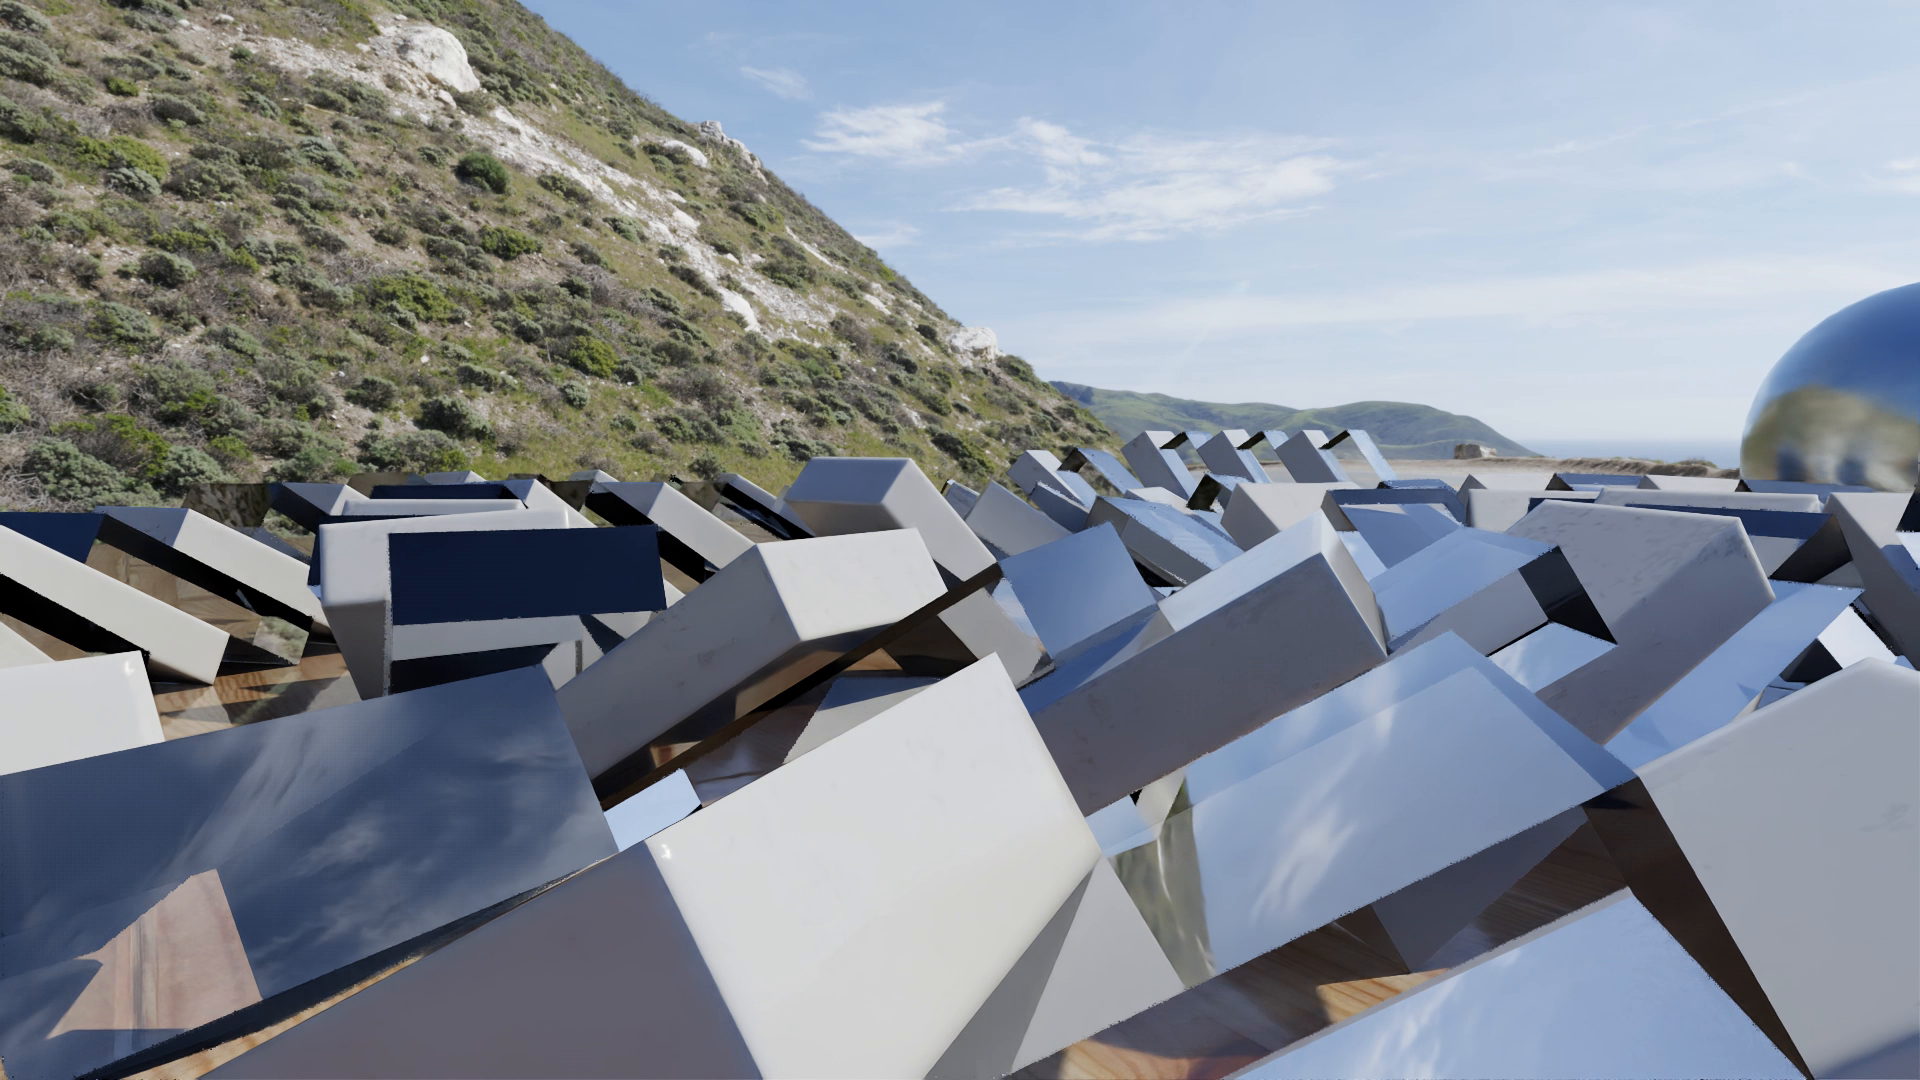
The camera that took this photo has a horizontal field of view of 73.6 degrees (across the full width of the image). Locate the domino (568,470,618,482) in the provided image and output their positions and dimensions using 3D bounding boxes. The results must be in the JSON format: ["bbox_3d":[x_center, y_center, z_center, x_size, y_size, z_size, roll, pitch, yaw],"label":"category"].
[{"bbox_3d":[-0.082,-0.002,0.348,0.050,0.009,0.025,34,-17,-27],"label":"domino"}]

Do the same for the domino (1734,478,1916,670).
[{"bbox_3d":[0.158,0.008,0.223,0.025,0.009,0.050,4,36,-3],"label":"domino"}]

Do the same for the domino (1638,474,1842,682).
[{"bbox_3d":[0.152,0.006,0.242,0.025,0.009,0.050,2,37,-13],"label":"domino"}]

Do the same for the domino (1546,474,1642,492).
[{"bbox_3d":[0.143,0.005,0.258,0.025,0.010,0.050,0,38,-23],"label":"domino"}]

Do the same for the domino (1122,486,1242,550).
[{"bbox_3d":[0.065,0.003,0.318,0.050,0.010,0.025,32,18,23],"label":"domino"}]

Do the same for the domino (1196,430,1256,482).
[{"bbox_3d":[0.090,-0.009,0.374,0.009,0.050,0.025,-37,-11,25],"label":"domino"}]

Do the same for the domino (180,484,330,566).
[{"bbox_3d":[-0.134,0.005,0.270,0.025,0.009,0.050,1,-27,24],"label":"domino"}]

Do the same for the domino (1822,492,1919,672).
[{"bbox_3d":[0.160,0.010,0.201,0.025,0.009,0.050,0,36,5],"label":"domino"}]

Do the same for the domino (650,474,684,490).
[{"bbox_3d":[-0.064,-0.002,0.360,0.050,0.009,0.025,32,-9,-22],"label":"domino"}]

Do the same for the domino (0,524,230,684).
[{"bbox_3d":[-0.148,0.011,0.208,0.025,0.009,0.050,1,-24,13],"label":"domino"}]

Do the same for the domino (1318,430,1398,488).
[{"bbox_3d":[0.120,-0.007,0.356,0.010,0.050,0.025,-37,-13,26],"label":"domino"}]

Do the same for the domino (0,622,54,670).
[{"bbox_3d":[-0.139,0.014,0.164,0.025,0.009,0.050,-1,-25,-11],"label":"domino"}]

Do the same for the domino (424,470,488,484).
[{"bbox_3d":[-0.109,0.000,0.321,0.025,0.009,0.050,1,-30,45],"label":"domino"}]

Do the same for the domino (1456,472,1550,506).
[{"bbox_3d":[0.131,0.004,0.272,0.025,0.009,0.050,-3,39,-32],"label":"domino"}]

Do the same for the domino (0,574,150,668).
[{"bbox_3d":[-0.146,0.013,0.186,0.025,0.009,0.050,0,-24,3],"label":"domino"}]

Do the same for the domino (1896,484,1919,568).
[{"bbox_3d":[0.159,0.011,0.183,0.025,0.009,0.050,1,39,9],"label":"domino"}]

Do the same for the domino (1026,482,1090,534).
[{"bbox_3d":[0.039,0.002,0.317,0.050,0.009,0.025,30,6,3],"label":"domino"}]

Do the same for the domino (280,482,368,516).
[{"bbox_3d":[-0.128,0.004,0.290,0.025,0.009,0.050,3,-26,33],"label":"domino"}]

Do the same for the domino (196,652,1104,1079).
[{"bbox_3d":[-0.021,0.022,0.052,0.050,0.009,0.025,-30,-5,22],"label":"domino"}]

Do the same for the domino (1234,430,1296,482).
[{"bbox_3d":[0.099,-0.008,0.366,0.009,0.050,0.025,-37,-13,25],"label":"domino"}]

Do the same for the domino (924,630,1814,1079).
[{"bbox_3d":[0.001,0.021,0.050,0.050,0.009,0.025,-30,-1,11],"label":"domino"}]

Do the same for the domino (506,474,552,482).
[{"bbox_3d":[-0.095,0.000,0.336,0.050,0.009,0.025,36,-18,-32],"label":"domino"}]

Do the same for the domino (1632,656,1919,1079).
[{"bbox_3d":[0.018,0.022,0.048,0.050,0.009,0.025,-30,-1,11],"label":"domino"}]

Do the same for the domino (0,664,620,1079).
[{"bbox_3d":[-0.043,0.022,0.059,0.050,0.009,0.025,-30,-9,25],"label":"domino"}]

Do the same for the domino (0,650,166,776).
[{"bbox_3d":[-0.063,0.021,0.066,0.050,0.009,0.025,-32,-15,36],"label":"domino"}]

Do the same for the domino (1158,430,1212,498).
[{"bbox_3d":[0.080,-0.009,0.379,0.009,0.050,0.025,-37,-13,25],"label":"domino"}]

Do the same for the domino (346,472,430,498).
[{"bbox_3d":[-0.119,0.001,0.305,0.025,0.009,0.050,1,-30,36],"label":"domino"}]

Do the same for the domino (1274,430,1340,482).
[{"bbox_3d":[0.109,-0.008,0.360,0.009,0.050,0.025,-37,-13,25],"label":"domino"}]

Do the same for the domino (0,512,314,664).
[{"bbox_3d":[-0.145,0.010,0.230,0.025,0.009,0.050,1,-23,14],"label":"domino"}]

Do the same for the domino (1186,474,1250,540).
[{"bbox_3d":[0.082,0.001,0.311,0.050,0.009,0.025,38,20,28],"label":"domino"}]

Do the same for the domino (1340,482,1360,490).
[{"bbox_3d":[0.102,0.004,0.299,0.025,0.009,0.050,-4,36,-44],"label":"domino"}]

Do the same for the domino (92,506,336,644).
[{"bbox_3d":[-0.141,0.008,0.253,0.025,0.009,0.050,2,-22,23],"label":"domino"}]

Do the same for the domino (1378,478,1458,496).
[{"bbox_3d":[0.117,0.004,0.286,0.025,0.009,0.050,-4,37,-40],"label":"domino"}]

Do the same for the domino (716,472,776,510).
[{"bbox_3d":[-0.047,-0.002,0.368,0.050,0.009,0.025,32,-8,-20],"label":"domino"}]
